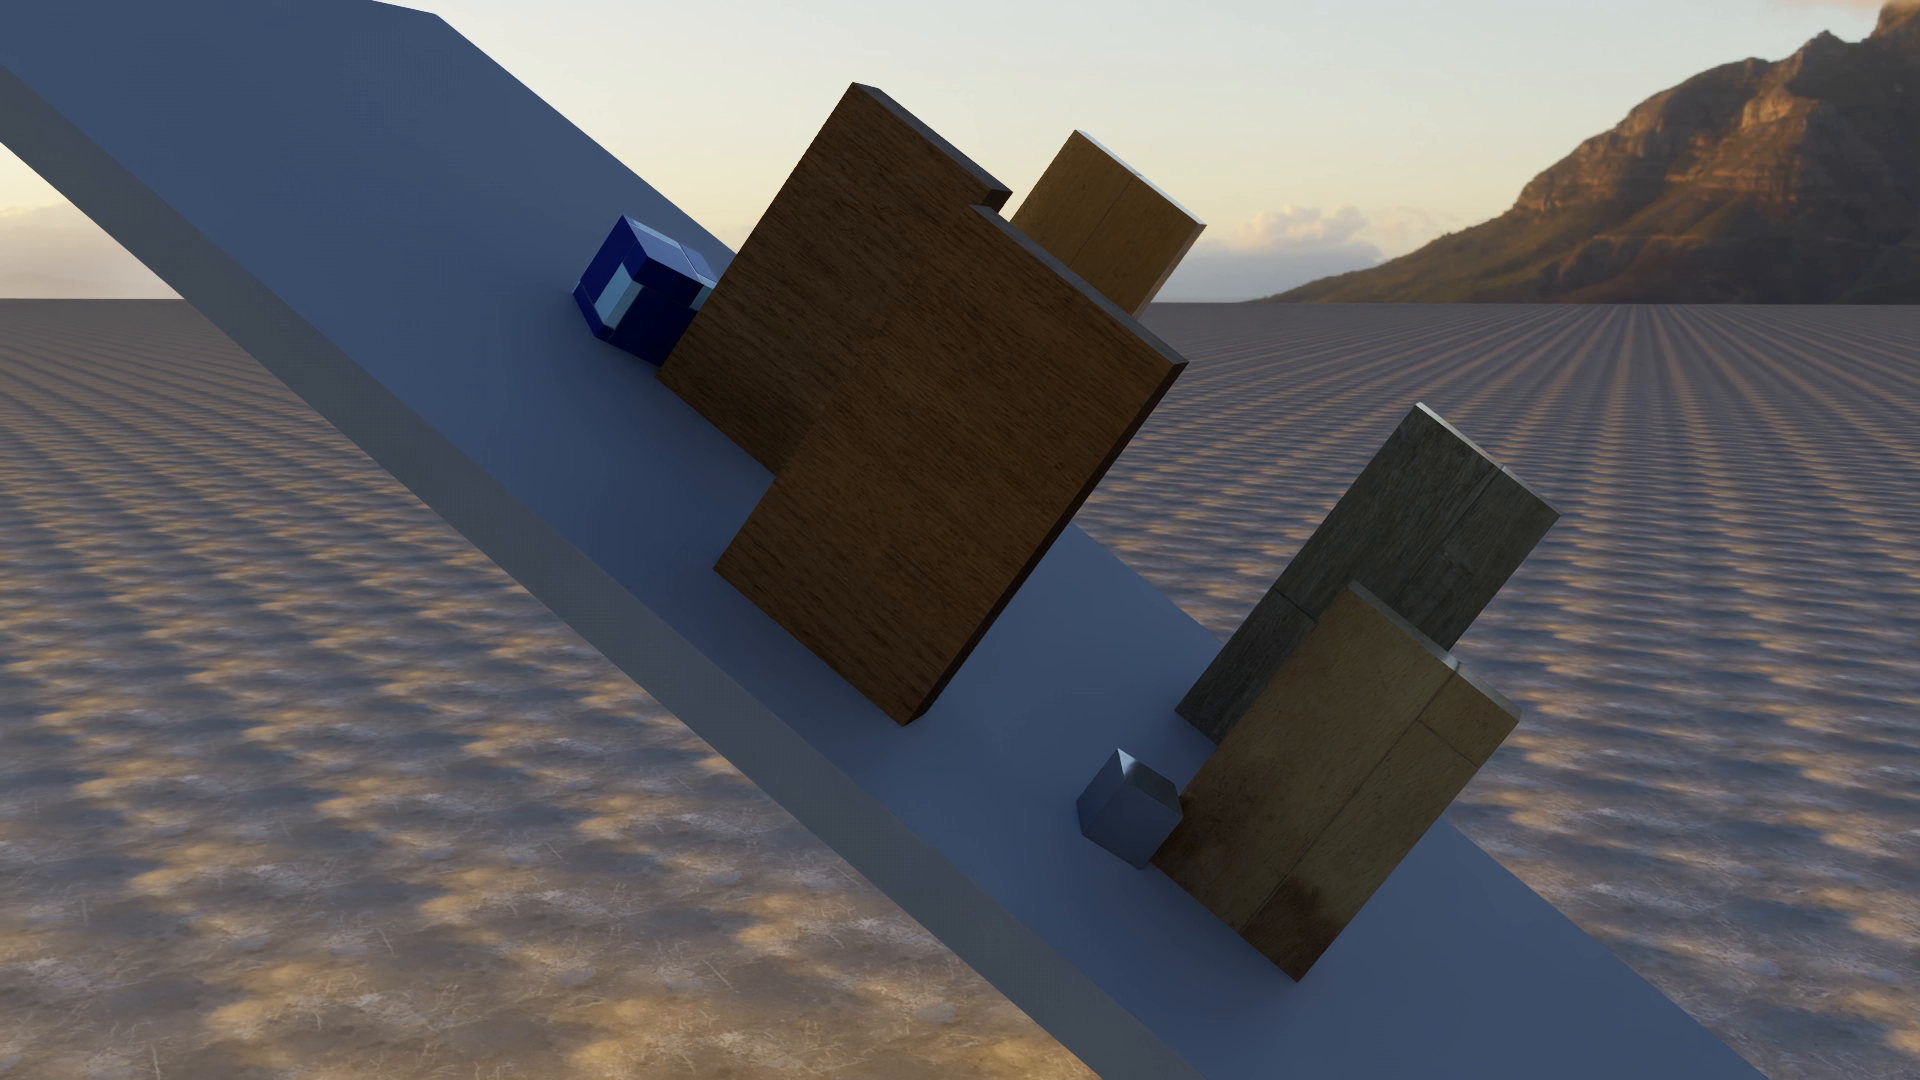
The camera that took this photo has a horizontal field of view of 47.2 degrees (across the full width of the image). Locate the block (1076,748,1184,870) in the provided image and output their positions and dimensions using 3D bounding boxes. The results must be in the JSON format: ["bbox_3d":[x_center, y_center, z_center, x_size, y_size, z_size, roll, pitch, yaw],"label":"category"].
[{"bbox_3d":[0.267,0.425,3.477,0.114,0.114,0.114,33,16,-13],"label":"block"}]

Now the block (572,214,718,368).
[{"bbox_3d":[-0.580,-0.458,4.101,0.181,0.181,0.181,25,20,-36],"label":"block"}]

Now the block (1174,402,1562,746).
[{"bbox_3d":[0.770,0.138,4.190,0.332,0.750,0.093,39,16,9],"label":"block"}]

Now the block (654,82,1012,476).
[{"bbox_3d":[-0.231,-0.460,3.977,0.316,0.649,0.142,39,16,9],"label":"block"}]

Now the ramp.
[{"bbox_3d":[-0.058,0.119,4.067,4.000,0.100,2.000,39,16,9],"label":"ramp"}]

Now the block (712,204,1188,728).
[{"bbox_3d":[-0.021,-0.110,3.335,0.387,0.692,0.114,39,16,9],"label":"block"}]

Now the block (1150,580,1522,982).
[{"bbox_3d":[0.576,0.379,3.460,0.327,0.546,0.091,39,16,9],"label":"block"}]

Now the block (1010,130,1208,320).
[{"bbox_3d":[0.179,-0.492,4.790,0.337,0.729,0.093,39,16,9],"label":"block"}]
